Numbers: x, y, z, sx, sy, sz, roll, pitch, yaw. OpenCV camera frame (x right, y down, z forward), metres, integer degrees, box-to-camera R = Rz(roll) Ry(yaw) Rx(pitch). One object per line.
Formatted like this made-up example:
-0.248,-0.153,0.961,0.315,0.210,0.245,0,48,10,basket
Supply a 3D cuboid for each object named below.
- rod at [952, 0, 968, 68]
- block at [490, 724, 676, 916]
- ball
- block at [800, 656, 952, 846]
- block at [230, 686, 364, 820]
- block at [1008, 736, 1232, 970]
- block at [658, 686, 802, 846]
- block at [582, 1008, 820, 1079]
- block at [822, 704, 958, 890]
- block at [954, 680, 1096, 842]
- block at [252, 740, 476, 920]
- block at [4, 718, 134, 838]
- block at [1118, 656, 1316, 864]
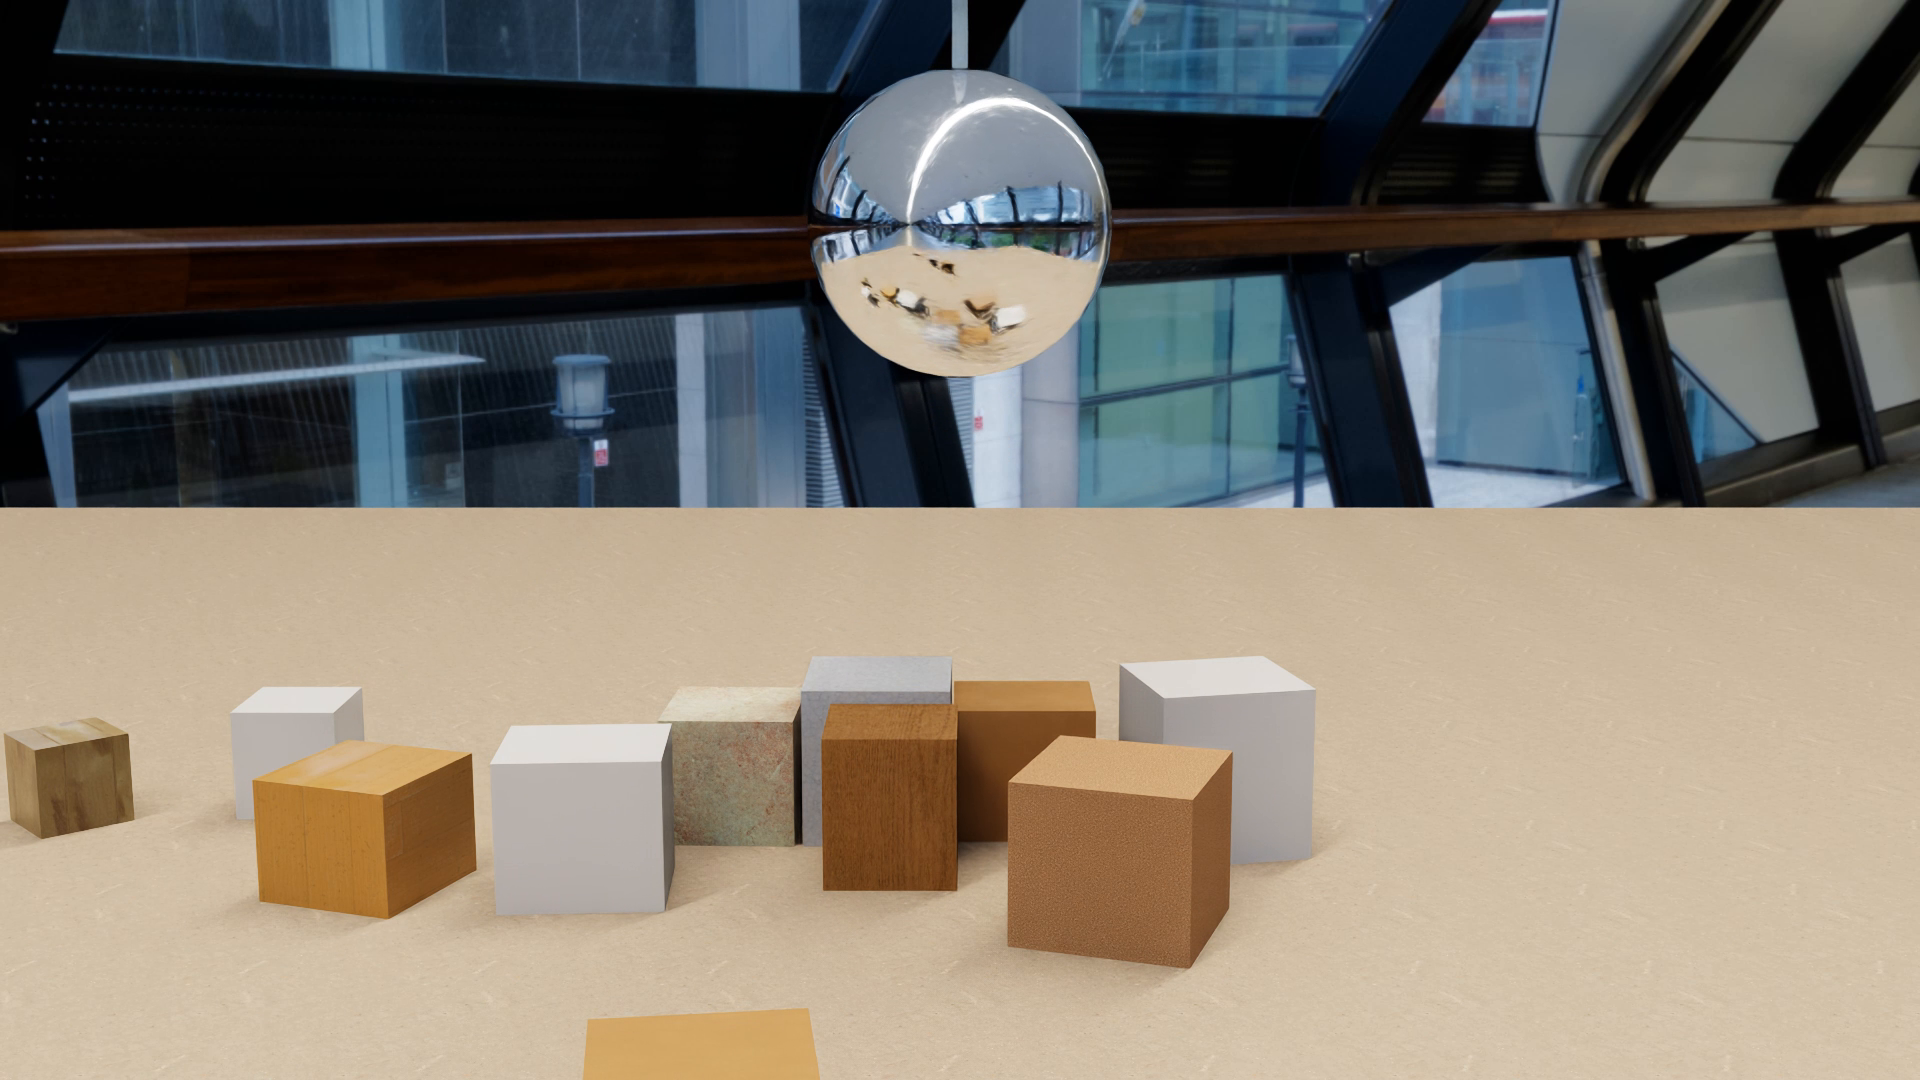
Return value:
0.000,-4.918,10.553,0.080,5.200,0.080,0,16,0,rod
-1.763,1.306,10.372,0.771,0.720,0.660,-1,10,-3,block
0.000,-1.651,11.496,1.600,1.600,1.600,0,10,0,ball
-0.416,1.081,11.366,0.741,0.806,0.749,0,10,1,block
-3.520,1.131,11.735,0.538,0.576,0.546,0,10,0,block
0.728,1.379,9.875,0.821,0.754,0.803,4,11,19,block
-1.159,1.161,11.368,0.677,0.648,0.700,0,10,2,block
-0.798,1.942,6.829,0.705,0.736,0.636,-1,10,-7,block
-0.330,1.239,10.678,0.635,0.741,0.656,0,10,0,block
0.325,1.138,11.394,0.714,0.684,0.624,0,10,0,block
-2.815,1.359,10.447,0.707,0.589,0.740,4,11,20,block
-4.645,1.234,11.468,0.479,0.469,0.446,-9,14,-41,block
1.277,1.106,11.072,0.777,0.863,0.726,-2,11,-13,block
